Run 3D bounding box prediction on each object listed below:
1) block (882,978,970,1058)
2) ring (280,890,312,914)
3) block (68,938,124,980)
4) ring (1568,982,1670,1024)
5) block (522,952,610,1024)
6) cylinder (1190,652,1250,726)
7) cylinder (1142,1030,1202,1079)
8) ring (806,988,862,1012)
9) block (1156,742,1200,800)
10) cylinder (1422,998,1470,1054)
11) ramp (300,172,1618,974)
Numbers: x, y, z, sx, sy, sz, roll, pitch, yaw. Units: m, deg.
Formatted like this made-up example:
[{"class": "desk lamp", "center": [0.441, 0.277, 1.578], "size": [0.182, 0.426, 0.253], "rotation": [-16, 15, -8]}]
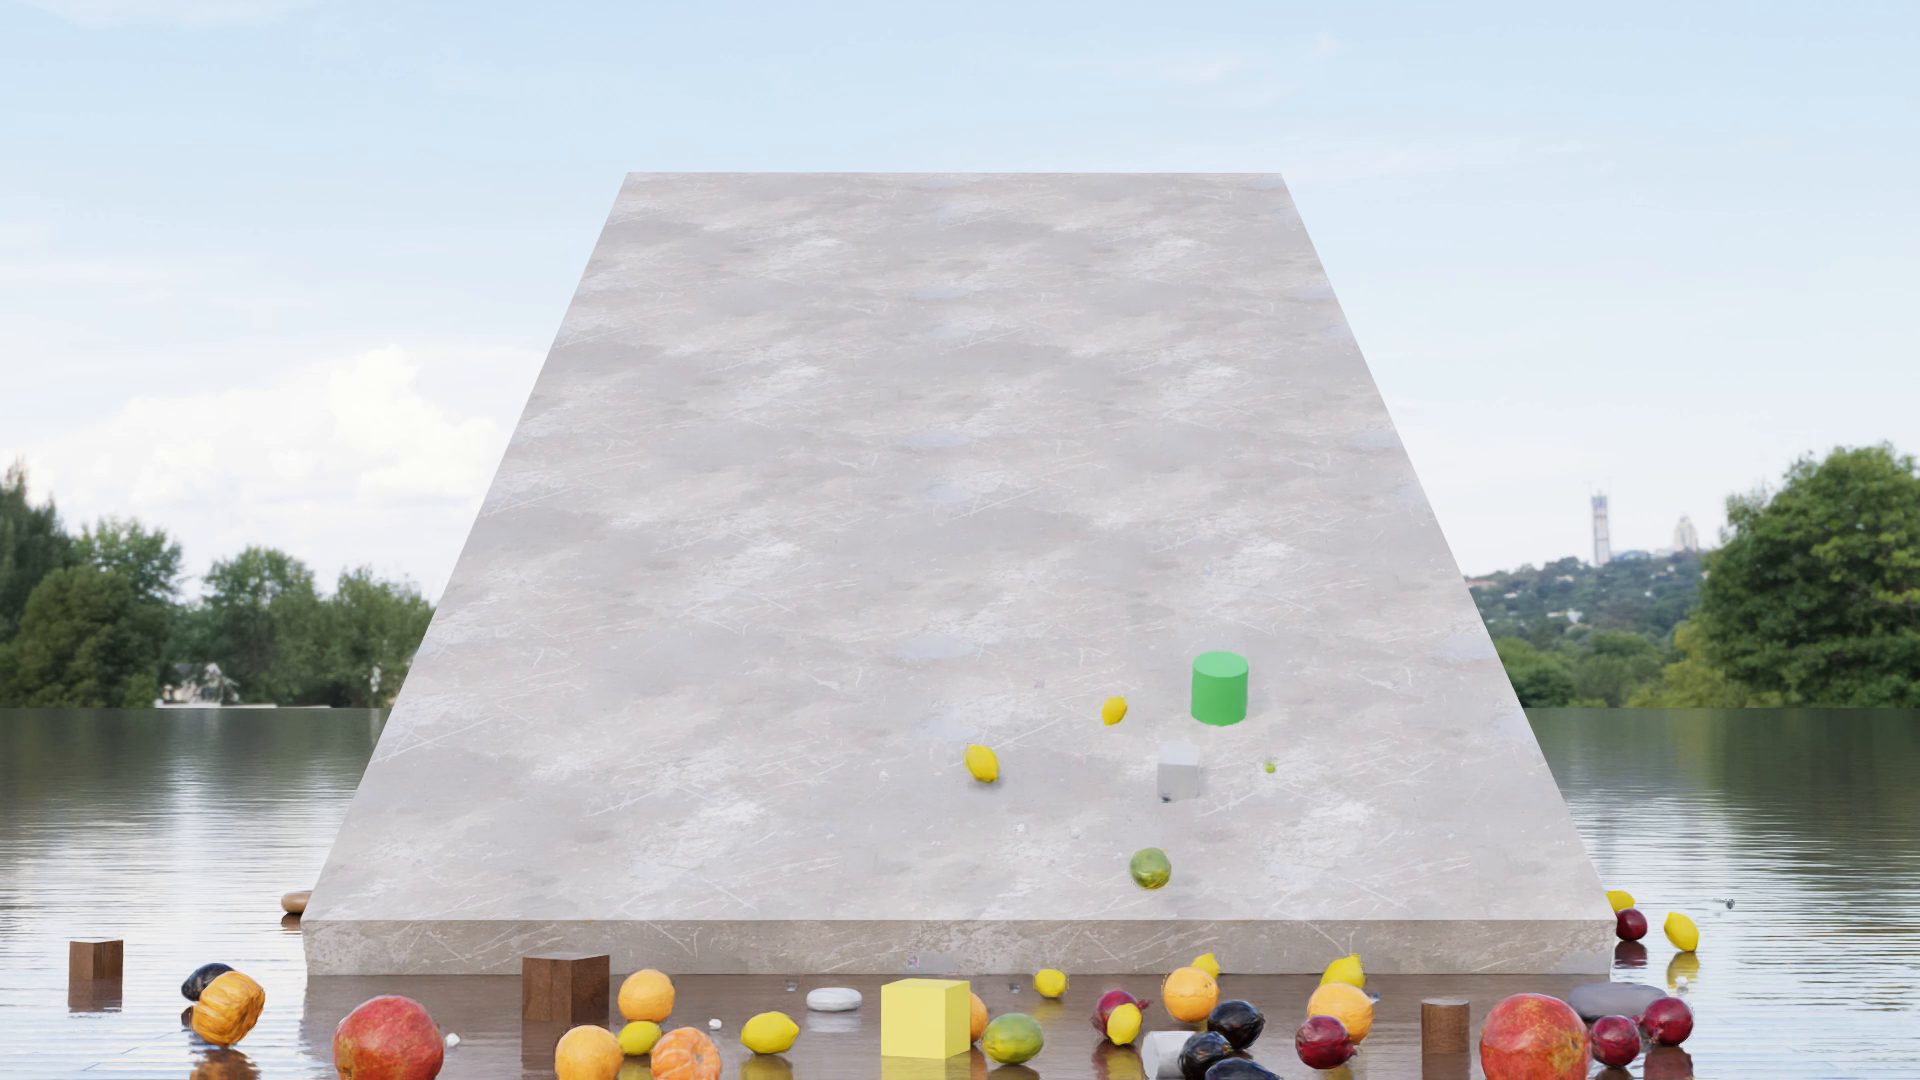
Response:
[{"class": "block", "center": [-0.040, 0.572, 2.804], "size": [0.081, 0.081, 0.081], "rotation": [-2, -4, 22]}, {"class": "ring", "center": [-1.286, 0.720, 4.664], "size": [0.127, 0.042, 0.127], "rotation": [1, -5, 0]}, {"class": "block", "center": [-1.317, 0.638, 3.573], "size": [0.055, 0.055, 0.055], "rotation": [-2, -5, 31]}, {"class": "ring", "center": [0.868, 0.610, 3.089], "size": [0.133, 0.044, 0.133], "rotation": [0, -5, 0]}, {"class": "block", "center": [-0.523, 0.593, 3.111], "size": [0.081, 0.081, 0.081], "rotation": [-2, -4, 29]}, {"class": "cylinder", "center": [0.456, 0.261, 4.118], "size": [0.098, 0.098, 0.098], "rotation": [0, 25, 0]}, {"class": "cylinder", "center": [0.236, 0.572, 2.605], "size": [0.052, 0.052, 0.052], "rotation": [1, -4, -16]}, {"class": "ring", "center": [-0.171, 0.627, 3.196], "size": [0.077, 0.026, 0.077], "rotation": [0, -3, 0]}, {"class": "block", "center": [0.362, 0.384, 3.893], "size": [0.065, 0.065, 0.065], "rotation": [3, 25, 7]}, {"class": "cylinder", "center": [0.585, 0.585, 2.825], "size": [0.057, 0.057, 0.057], "rotation": [0, -4, 0]}, {"class": "ramp", "center": [-0.009, -0.229, 5.389], "size": [2.000, 0.100, 4.000], "rotation": [0, 25, 0]}]
